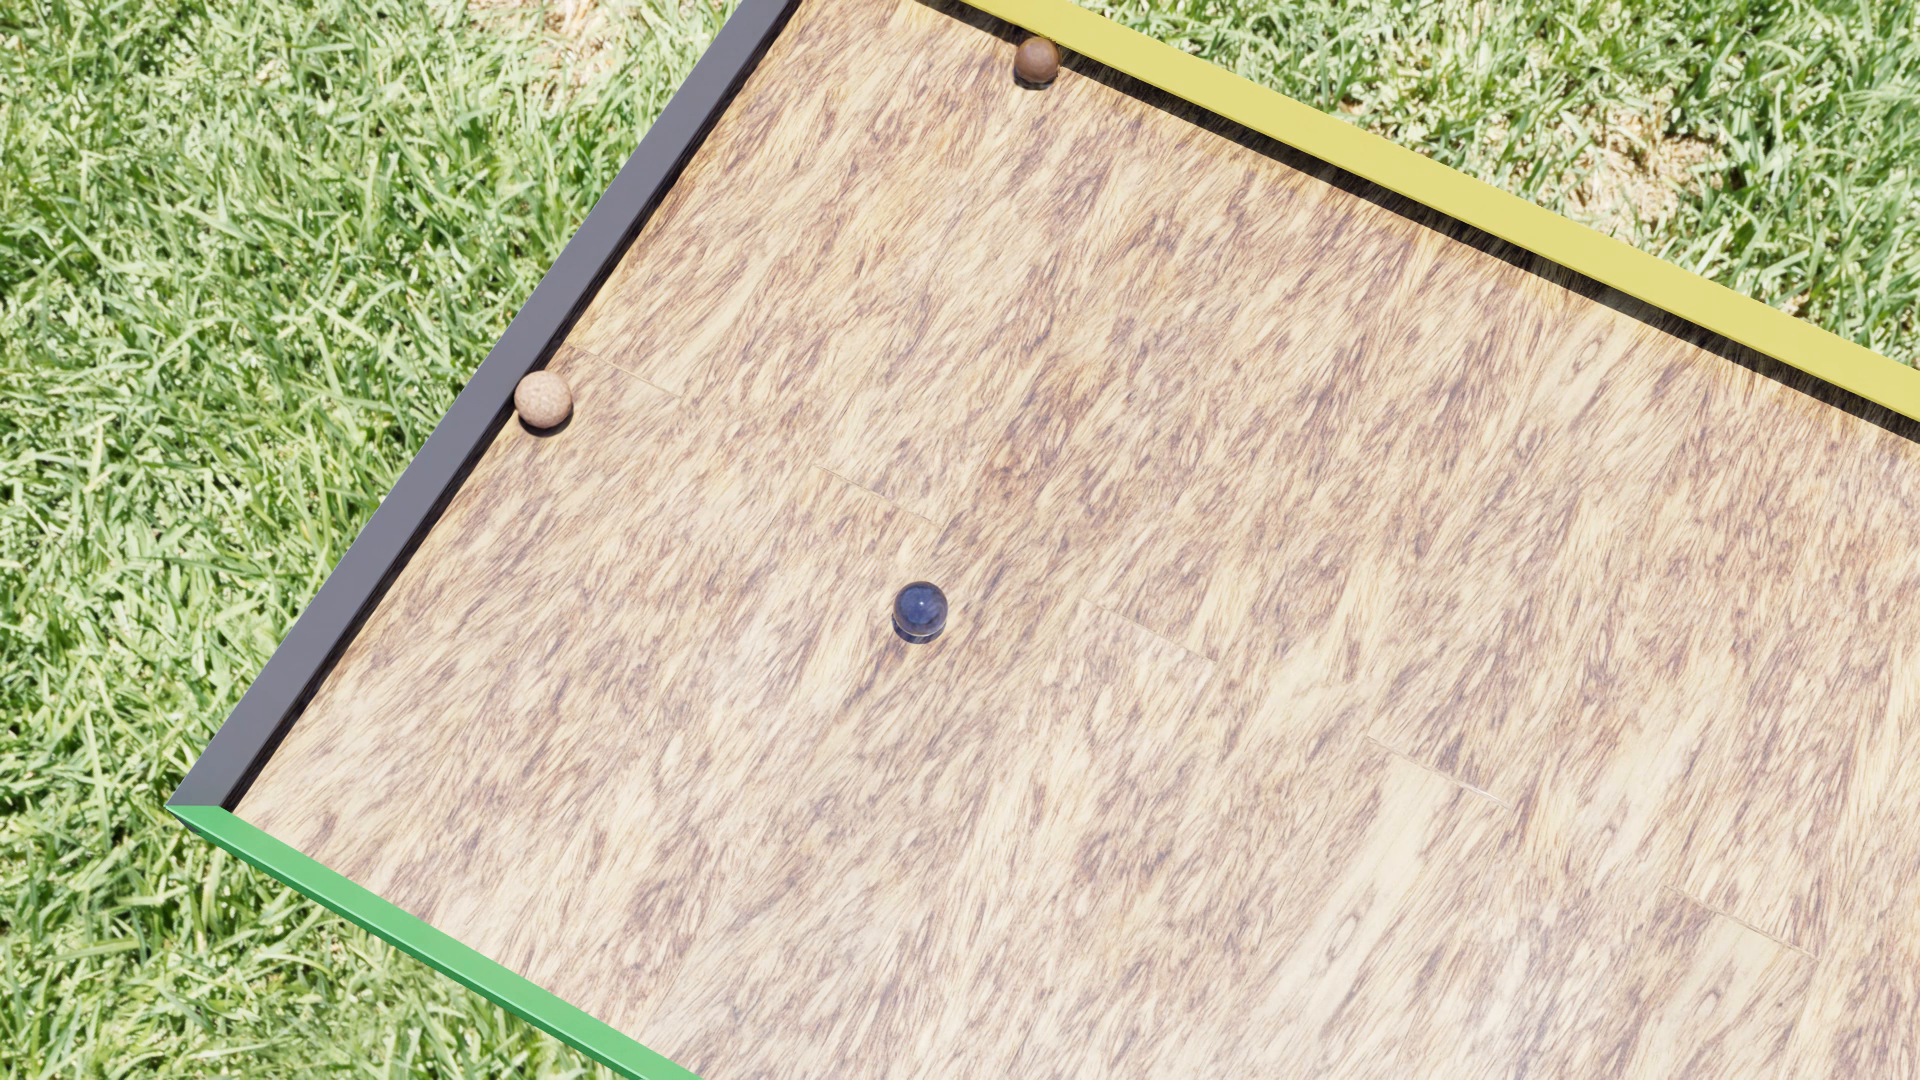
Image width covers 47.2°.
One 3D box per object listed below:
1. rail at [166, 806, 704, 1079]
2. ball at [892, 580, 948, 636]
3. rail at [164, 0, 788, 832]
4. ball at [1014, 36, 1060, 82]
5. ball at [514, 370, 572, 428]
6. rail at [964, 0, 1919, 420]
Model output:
[{"bbox_3d":[0.266,1.113,3.015,3.276,0.123,0.045,26,68,11],"label":"rail"},{"bbox_3d":[-0.062,0.109,3.486,0.089,0.089,0.089,0,66,0],"label":"ball"},{"bbox_3d":[-0.699,-0.352,3.674,0.045,0.123,1.954,26,68,11],"label":"rail"},{"bbox_3d":[0.137,-0.857,3.925,0.081,0.081,0.081,0,66,0],"label":"ball"},{"bbox_3d":[-0.689,-0.232,3.637,0.094,0.094,0.094,0,66,0],"label":"ball"},{"bbox_3d":[1.174,-0.416,3.703,3.276,0.123,0.045,26,68,11],"label":"rail"}]
